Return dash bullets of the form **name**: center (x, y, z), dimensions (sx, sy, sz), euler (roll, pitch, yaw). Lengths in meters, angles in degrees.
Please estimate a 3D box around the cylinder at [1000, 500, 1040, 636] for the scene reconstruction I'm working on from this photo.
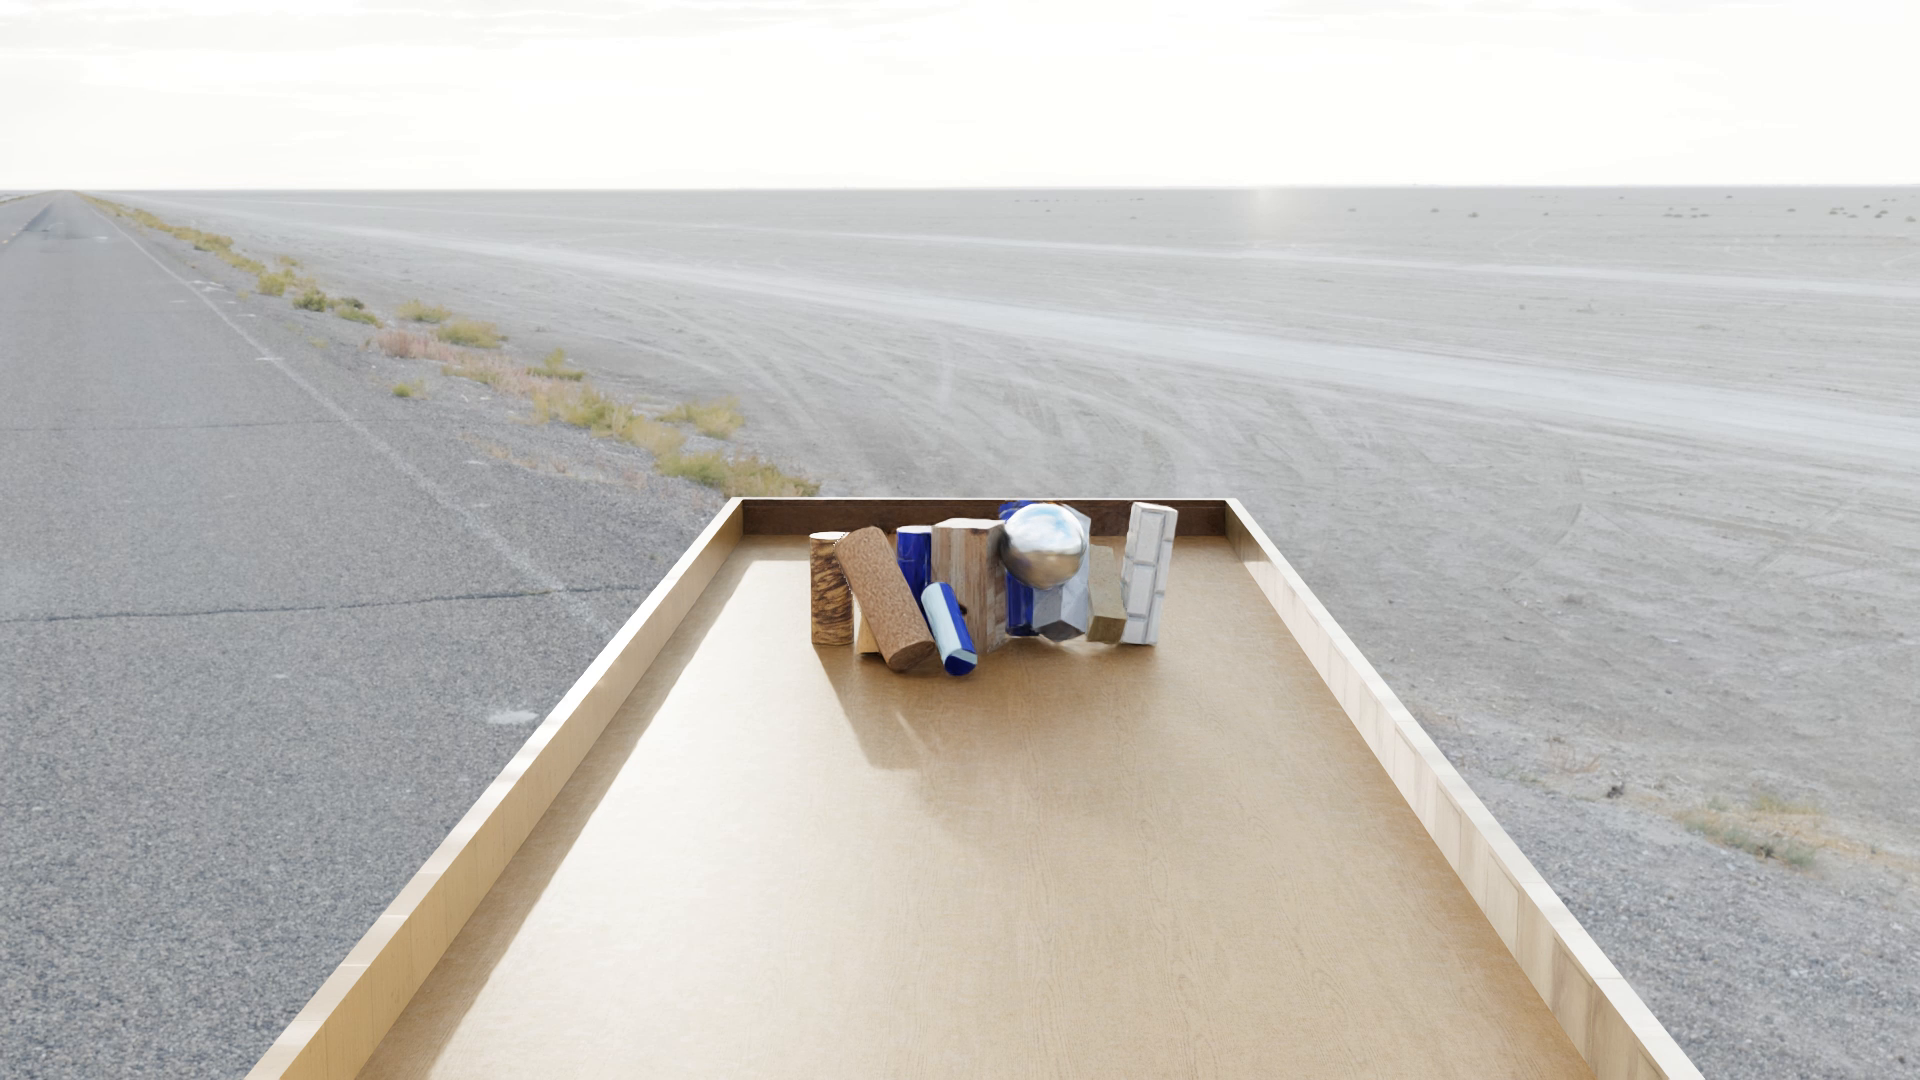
- **cylinder**: center (0.202, 0.092, 7.052), dimensions (0.133, 0.417, 0.133), euler (-2, -19, -1)

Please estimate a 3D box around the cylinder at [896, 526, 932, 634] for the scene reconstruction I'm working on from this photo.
- **cylinder**: center (-0.116, 0.143, 6.961), dimensions (0.166, 0.357, 0.166), euler (-1, 8, 0)

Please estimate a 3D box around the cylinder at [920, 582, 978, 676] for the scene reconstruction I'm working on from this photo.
- **cylinder**: center (-0.033, 0.263, 6.580), dimensions (0.102, 0.102, 0.328), euler (-2, 36, -14)

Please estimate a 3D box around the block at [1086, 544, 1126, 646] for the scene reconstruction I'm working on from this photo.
- **block**: center (0.445, 0.170, 7.009), dimensions (0.103, 0.103, 0.386), euler (8, 34, -10)

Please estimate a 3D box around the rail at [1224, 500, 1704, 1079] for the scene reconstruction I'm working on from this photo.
- **rail**: center (1.046, 0.843, 3.208), dimensions (0.050, 0.150, 12.000), euler (0, 9, 1)

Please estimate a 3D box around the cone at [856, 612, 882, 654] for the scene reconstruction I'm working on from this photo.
- **cone**: center (-0.263, 0.192, 6.737), dimensions (0.136, 0.306, 0.136), euler (-5, -6, -1)

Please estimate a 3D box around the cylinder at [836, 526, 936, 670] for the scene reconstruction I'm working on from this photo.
- **cylinder**: center (-0.224, 0.175, 6.595), dimensions (0.158, 0.416, 0.158), euler (-21, -26, -11)

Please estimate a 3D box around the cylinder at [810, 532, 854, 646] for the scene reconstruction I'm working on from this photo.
- **cylinder**: center (-0.403, 0.154, 6.945), dimensions (0.139, 0.341, 0.139), euler (0, 9, 0)

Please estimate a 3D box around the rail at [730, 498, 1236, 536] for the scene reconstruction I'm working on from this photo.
- **rail**: center (0.099, -0.098, 9.147), dimensions (2.100, 0.150, 0.050), euler (0, 9, 1)

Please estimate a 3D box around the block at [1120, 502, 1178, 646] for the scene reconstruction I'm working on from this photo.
- **block**: center (0.581, 0.106, 6.927), dimensions (0.117, 0.430, 0.117), euler (7, 7, -10)

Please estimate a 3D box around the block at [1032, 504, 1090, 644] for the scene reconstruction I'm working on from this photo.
- **block**: center (0.322, 0.106, 6.973), dimensions (0.120, 0.410, 0.120), euler (-21, -37, 38)

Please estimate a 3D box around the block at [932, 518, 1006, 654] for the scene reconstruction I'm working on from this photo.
- **block**: center (0.029, 0.143, 6.850), dimensions (0.180, 0.392, 0.180), euler (3, 9, 20)

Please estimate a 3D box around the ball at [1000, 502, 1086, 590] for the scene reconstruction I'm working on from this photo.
- **ball**: center (0.256, 0.020, 6.791), dimensions (0.269, 0.269, 0.269), euler (0, 9, 0)

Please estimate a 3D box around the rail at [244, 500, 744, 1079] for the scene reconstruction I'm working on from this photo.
- **rail**: center (-1.004, 0.839, 3.234), dimensions (0.050, 0.150, 12.000), euler (0, 9, 1)
